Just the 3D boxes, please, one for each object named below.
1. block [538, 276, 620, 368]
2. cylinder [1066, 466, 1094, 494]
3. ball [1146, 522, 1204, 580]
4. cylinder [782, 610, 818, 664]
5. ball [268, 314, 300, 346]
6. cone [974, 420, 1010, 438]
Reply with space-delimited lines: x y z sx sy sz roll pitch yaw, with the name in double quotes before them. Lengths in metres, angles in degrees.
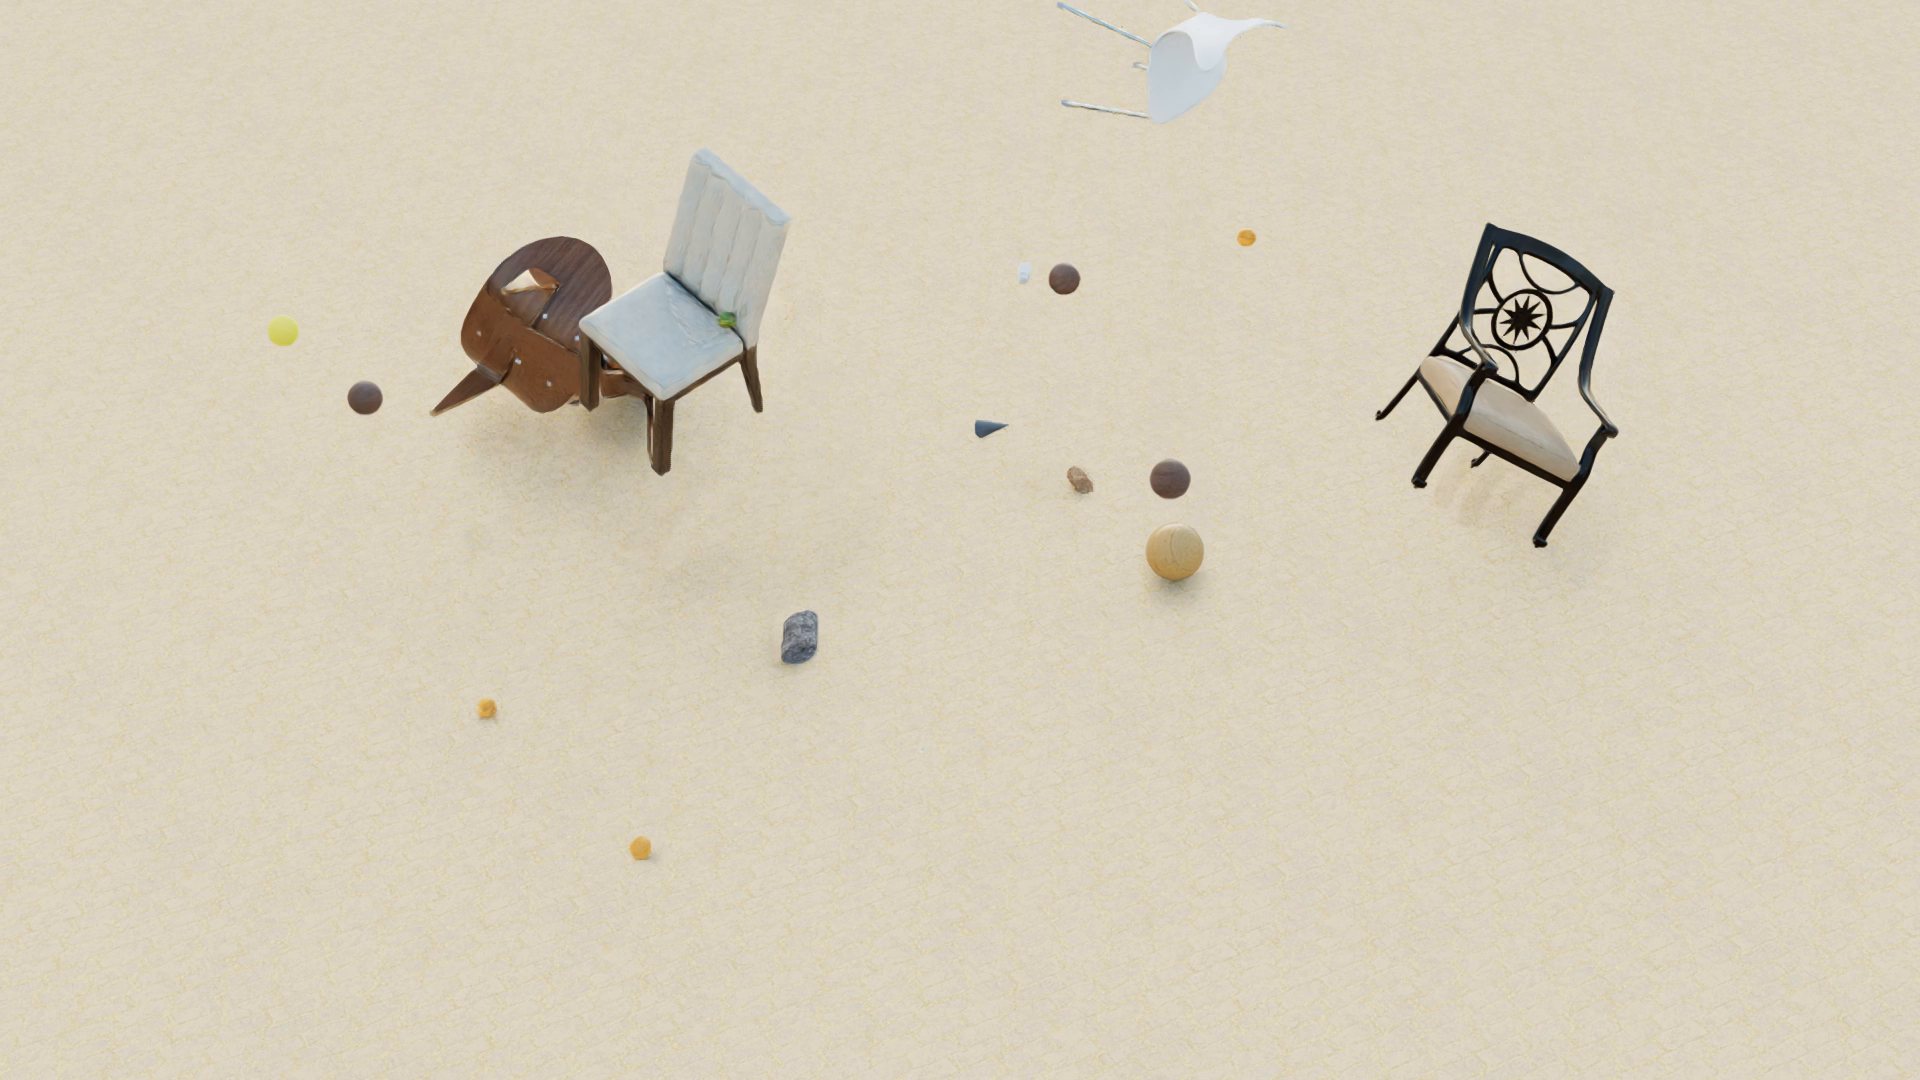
"block" -1.547 -0.887 11.941 0.214 0.317 0.204 11 65 13
"cylinder" 0.459 -0.227 11.223 0.087 0.061 0.092 30 16 -35
"ball" 0.783 0.042 10.687 0.214 0.214 0.214 0 33 0
"cylinder" -0.566 0.344 10.337 0.132 0.081 0.191 -24 31 14
"ball" -2.566 -0.795 11.117 0.119 0.119 0.119 0 33 0
"cone" 0.137 -0.445 11.508 0.140 0.075 0.082 -6 -4 32
